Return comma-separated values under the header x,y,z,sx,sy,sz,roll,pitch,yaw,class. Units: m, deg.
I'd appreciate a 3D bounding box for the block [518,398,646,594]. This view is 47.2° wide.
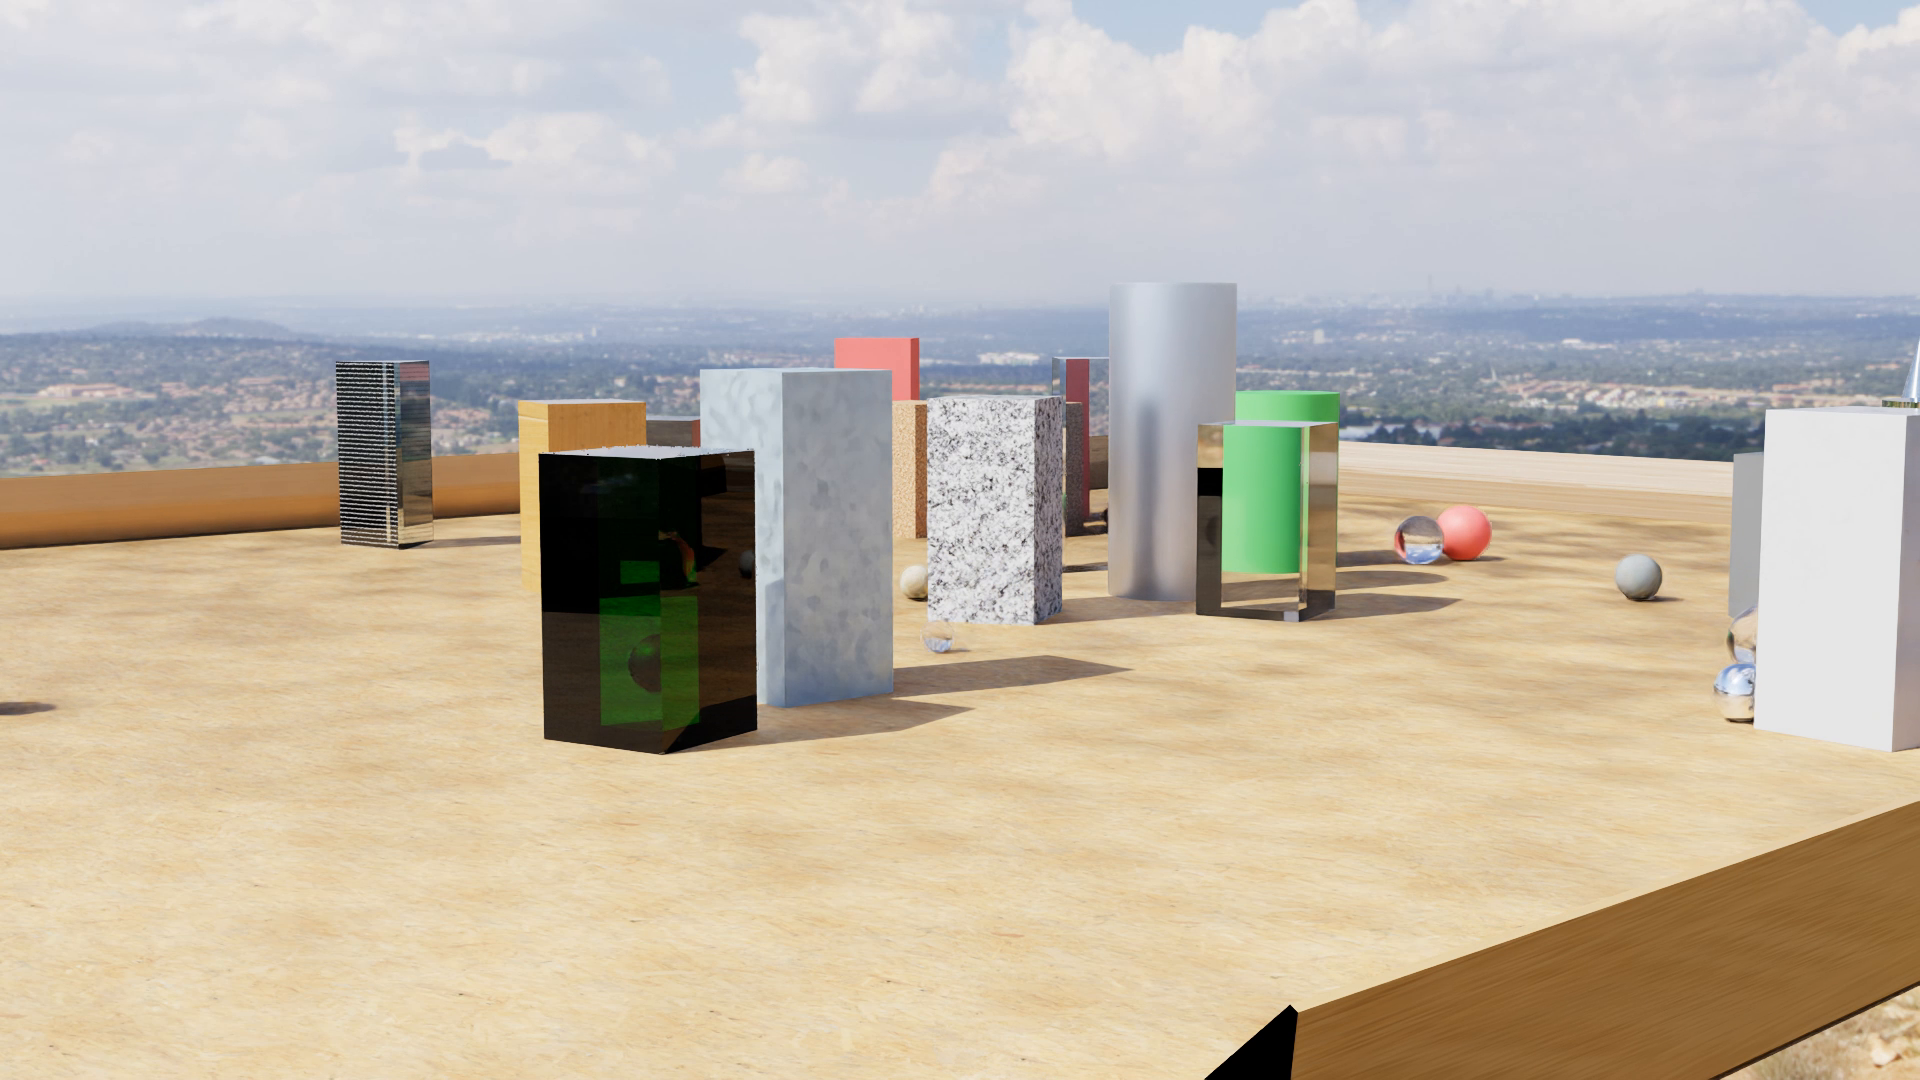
x,y,z,sx,sy,sz,roll,pitch,yaw,class
-0.600,-0.070,3.501,0.158,0.301,0.158,-3,7,-27,block

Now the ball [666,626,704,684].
x,y,z,sx,sy,sz,roll,pitch,yaw,class
-0.316,0.138,2.625,0.069,0.069,0.069,0,6,0,ball

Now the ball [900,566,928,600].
x,y,z,sx,sy,sz,roll,pitch,yaw,class
-0.066,0.066,3.396,0.053,0.053,0.053,0,6,0,ball

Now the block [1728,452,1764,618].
x,y,z,sx,sy,sz,roll,pitch,yaw,class
1.232,-0.005,3.189,0.158,0.238,0.158,-5,8,-41,block

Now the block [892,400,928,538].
x,y,z,sx,sy,sz,roll,pitch,yaw,class
-0.093,-0.145,4.408,0.158,0.262,0.158,5,8,42,block

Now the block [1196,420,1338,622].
x,y,z,sx,sy,sz,roll,pitch,yaw,class
0.453,-0.032,3.242,0.158,0.280,0.158,3,7,28,block

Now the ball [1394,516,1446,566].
x,y,z,sx,sy,sz,roll,pitch,yaw,class
0.806,0.000,3.858,0.087,0.087,0.087,0,6,0,ball

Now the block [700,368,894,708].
x,y,z,sx,sy,sz,roll,pitch,yaw,class
-0.190,-0.010,2.562,0.158,0.376,0.158,-5,8,-41,block

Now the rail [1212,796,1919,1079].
x,y,z,sx,sy,sz,roll,pitch,yaw,class
1.220,0.171,2.017,4.067,0.129,0.045,-5,8,-42,rail

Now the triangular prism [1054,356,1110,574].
x,y,z,sx,sy,sz,roll,pitch,yaw,class
0.206,-0.136,3.830,0.171,0.363,0.148,-4,7,-32,triangular prism

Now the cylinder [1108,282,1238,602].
x,y,z,sx,sy,sz,roll,pitch,yaw,class
0.332,-0.158,3.450,0.198,0.487,0.198,0,6,0,cylinder

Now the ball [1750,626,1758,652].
x,y,z,sx,sy,sz,roll,pitch,yaw,class
1.040,0.128,2.820,0.048,0.048,0.048,0,6,0,ball

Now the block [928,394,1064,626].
x,y,z,sx,sy,sz,roll,pitch,yaw,class
0.052,-0.048,3.199,0.158,0.320,0.158,2,6,17,block

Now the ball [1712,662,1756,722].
x,y,z,sx,sy,sz,roll,pitch,yaw,class
0.850,0.165,2.387,0.064,0.064,0.064,0,6,0,ball

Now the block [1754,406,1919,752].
x,y,z,sx,sy,sz,roll,pitch,yaw,class
0.959,0.034,2.314,0.158,0.340,0.158,-4,7,-36,block

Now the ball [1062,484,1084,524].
x,y,z,sx,sy,sz,roll,pitch,yaw,class
0.218,-0.077,4.609,0.085,0.085,0.085,0,6,0,ball

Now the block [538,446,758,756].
x,y,z,sx,sy,sz,roll,pitch,yaw,class
-0.325,0.057,2.302,0.158,0.298,0.158,4,7,32,block

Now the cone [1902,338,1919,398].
x,y,z,sx,sy,sz,roll,pitch,yaw,class
1.488,-0.119,3.424,0.198,0.414,0.198,0,6,0,cone

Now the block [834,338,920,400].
x,y,z,sx,sy,sz,roll,pitch,yaw,class
-0.174,-0.235,4.668,0.158,0.387,0.158,1,6,6,block

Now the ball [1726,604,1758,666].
x,y,z,sx,sy,sz,roll,pitch,yaw,class
0.971,0.123,2.643,0.095,0.095,0.095,0,6,0,ball

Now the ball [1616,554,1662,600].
x,y,z,sx,sy,sz,roll,pitch,yaw,class
1.047,0.058,3.393,0.070,0.070,0.070,0,6,0,ball

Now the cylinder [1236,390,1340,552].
x,y,z,sx,sy,sz,roll,pitch,yaw,class
0.565,-0.108,3.866,0.198,0.302,0.198,0,6,0,cylinder

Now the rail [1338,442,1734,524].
x,y,z,sx,sy,sz,roll,pitch,yaw,class
1.477,-0.108,4.687,0.045,0.129,3.645,-5,8,-42,rail

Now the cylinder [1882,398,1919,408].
x,y,z,sx,sy,sz,roll,pitch,yaw,class
1.222,-0.001,2.678,0.198,0.336,0.198,0,6,0,cylinder

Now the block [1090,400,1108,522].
x,y,z,sx,sy,sz,roll,pitch,yaw,class
0.382,-0.167,4.656,0.158,0.255,0.158,-2,6,-22,block

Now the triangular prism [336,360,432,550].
x,y,z,sx,sy,sz,roll,pitch,yaw,class
-1.068,-0.166,4.193,0.171,0.349,0.148,4,7,35,triangular prism

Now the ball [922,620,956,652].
x,y,z,sx,sy,sz,roll,pitch,yaw,class
-0.027,0.126,2.875,0.042,0.042,0.042,0,6,0,ball

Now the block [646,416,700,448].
x,y,z,sx,sy,sz,roll,pitch,yaw,class
-0.542,-0.100,4.048,0.158,0.248,0.158,1,6,12,block

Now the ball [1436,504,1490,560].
x,y,z,sx,sy,sz,roll,pitch,yaw,class
0.899,-0.013,3.936,0.099,0.099,0.099,0,6,0,ball

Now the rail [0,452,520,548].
x,y,z,sx,sy,sz,roll,pitch,yaw,class
-1.220,-0.104,4.647,4.067,0.129,0.045,-5,8,-42,rail

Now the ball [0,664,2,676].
x,y,z,sx,sy,sz,roll,pitch,yaw,class
-1.113,0.145,2.434,0.095,0.095,0.095,0,6,0,ball
